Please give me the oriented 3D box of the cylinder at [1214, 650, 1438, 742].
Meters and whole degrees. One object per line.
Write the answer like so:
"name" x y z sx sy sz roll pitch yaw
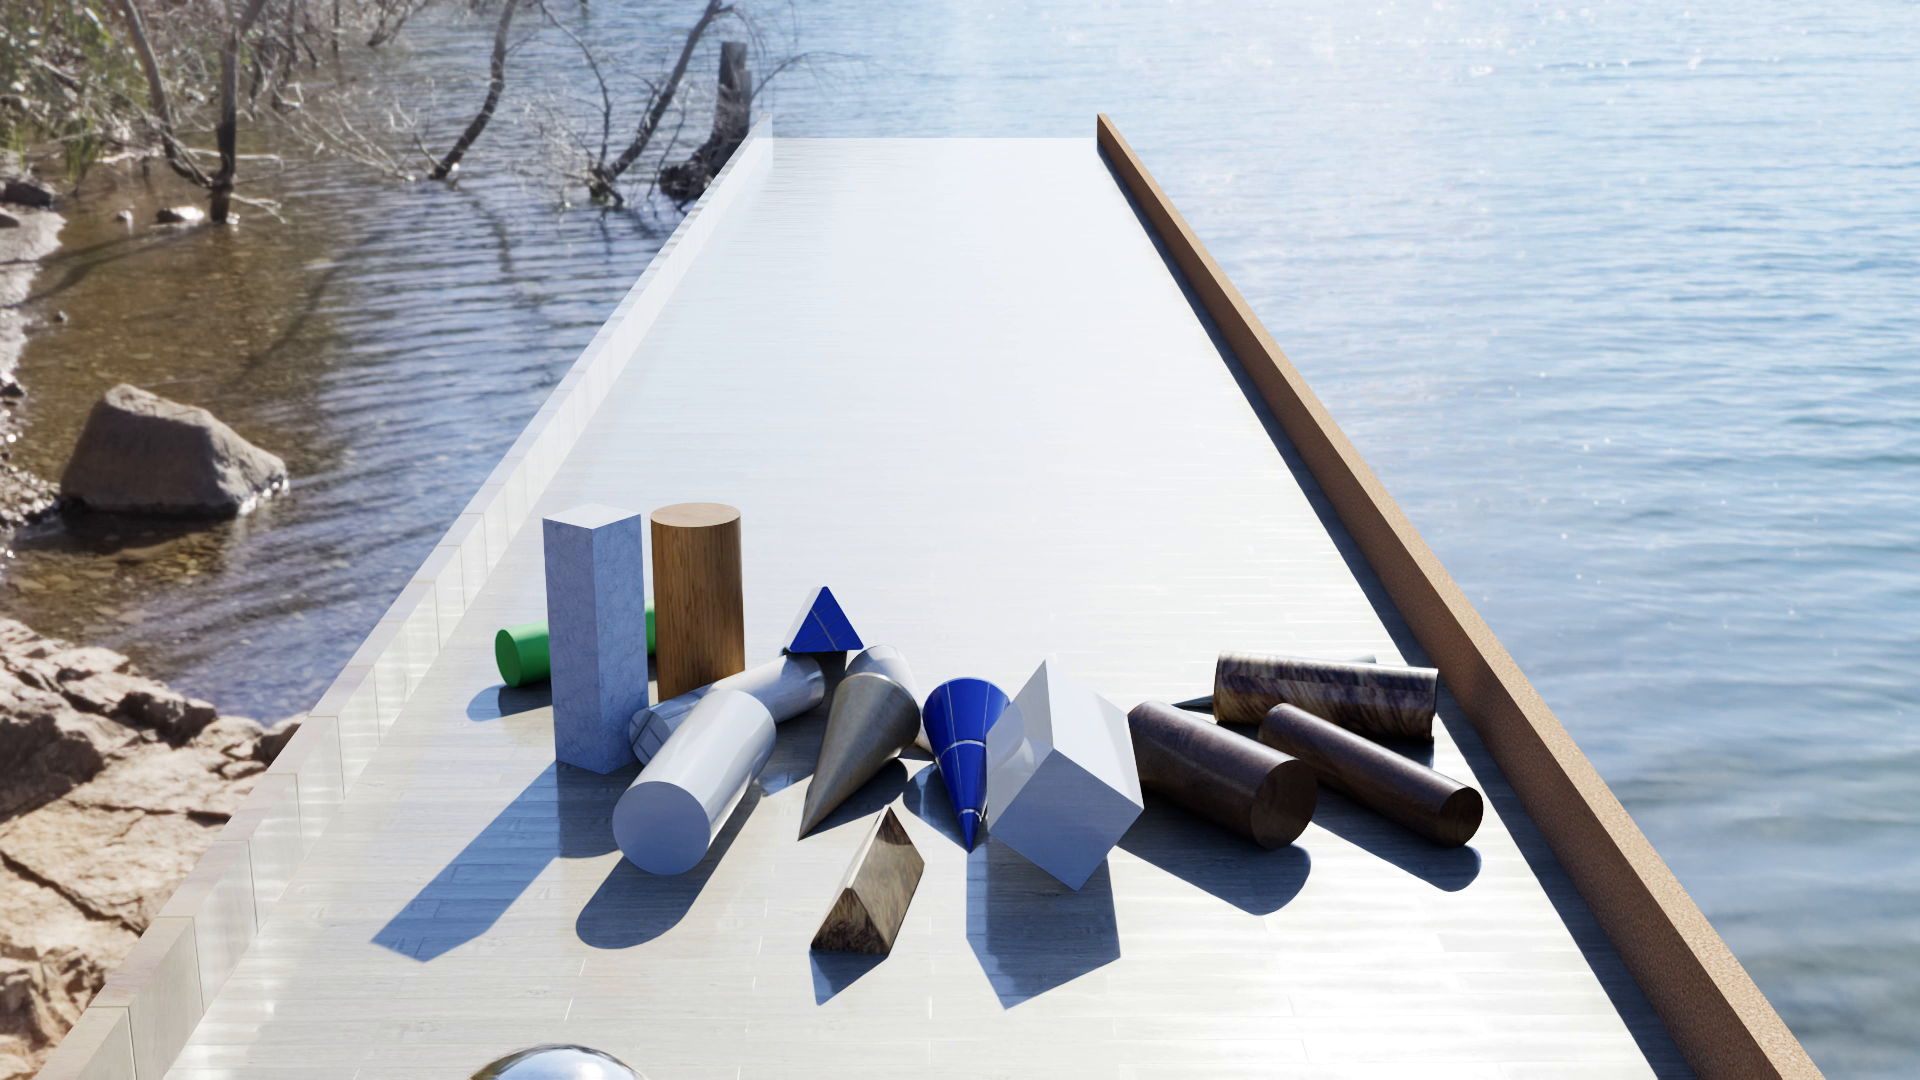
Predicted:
"cylinder" 0.671 0.285 4.035 0.394 0.134 0.134 4 17 15

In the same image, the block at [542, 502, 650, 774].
"block" -0.636 0.172 3.863 0.119 0.447 0.119 11 20 34

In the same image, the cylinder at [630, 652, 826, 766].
"cylinder" -0.417 0.307 3.994 0.114 0.114 0.391 13 21 37

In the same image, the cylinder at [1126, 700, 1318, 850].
"cylinder" 0.421 0.387 3.660 0.152 0.152 0.335 -12 20 -35

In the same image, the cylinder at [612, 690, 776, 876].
"cylinder" -0.431 0.392 3.627 0.160 0.160 0.412 3 17 9

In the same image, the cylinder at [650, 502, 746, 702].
"cylinder" -0.488 0.134 4.111 0.166 0.379 0.166 0 17 0

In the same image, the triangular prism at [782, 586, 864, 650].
"triangular prism" -0.272 0.149 4.278 0.136 0.117 0.446 -2 -1 -6

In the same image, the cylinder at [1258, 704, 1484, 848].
"cylinder" 0.687 0.393 3.722 0.104 0.104 0.446 -10 19 -31

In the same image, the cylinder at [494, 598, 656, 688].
"cylinder" -0.696 0.191 4.383 0.446 0.115 0.115 -12 20 -35

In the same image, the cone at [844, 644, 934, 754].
"cone" -0.091 0.326 4.016 0.132 0.132 0.316 -8 30 -25

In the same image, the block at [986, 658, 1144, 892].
"block" 0.163 0.372 3.558 0.171 0.171 0.404 35 14 -9

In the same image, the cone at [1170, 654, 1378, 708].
"cone" 0.583 0.291 4.154 0.408 0.107 0.107 -7 16 3

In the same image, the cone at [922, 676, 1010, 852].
"cone" 0.015 0.408 3.713 0.163 0.163 0.415 0 28 0

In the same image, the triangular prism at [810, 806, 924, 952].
"triangular prism" -0.138 0.507 3.334 0.116 0.101 0.301 2 17 9

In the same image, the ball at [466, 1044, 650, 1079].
"ball" -0.436 0.695 2.365 0.299 0.299 0.299 0 17 0

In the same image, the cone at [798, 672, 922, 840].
"cone" -0.207 0.399 3.740 0.168 0.168 0.394 5 29 17

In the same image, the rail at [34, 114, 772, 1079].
"rail" -1.118 -0.838 7.780 0.050 0.150 12.000 0 17 -1

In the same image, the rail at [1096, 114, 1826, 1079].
"rail" 0.932 -0.844 7.801 0.050 0.150 12.000 0 17 -1
